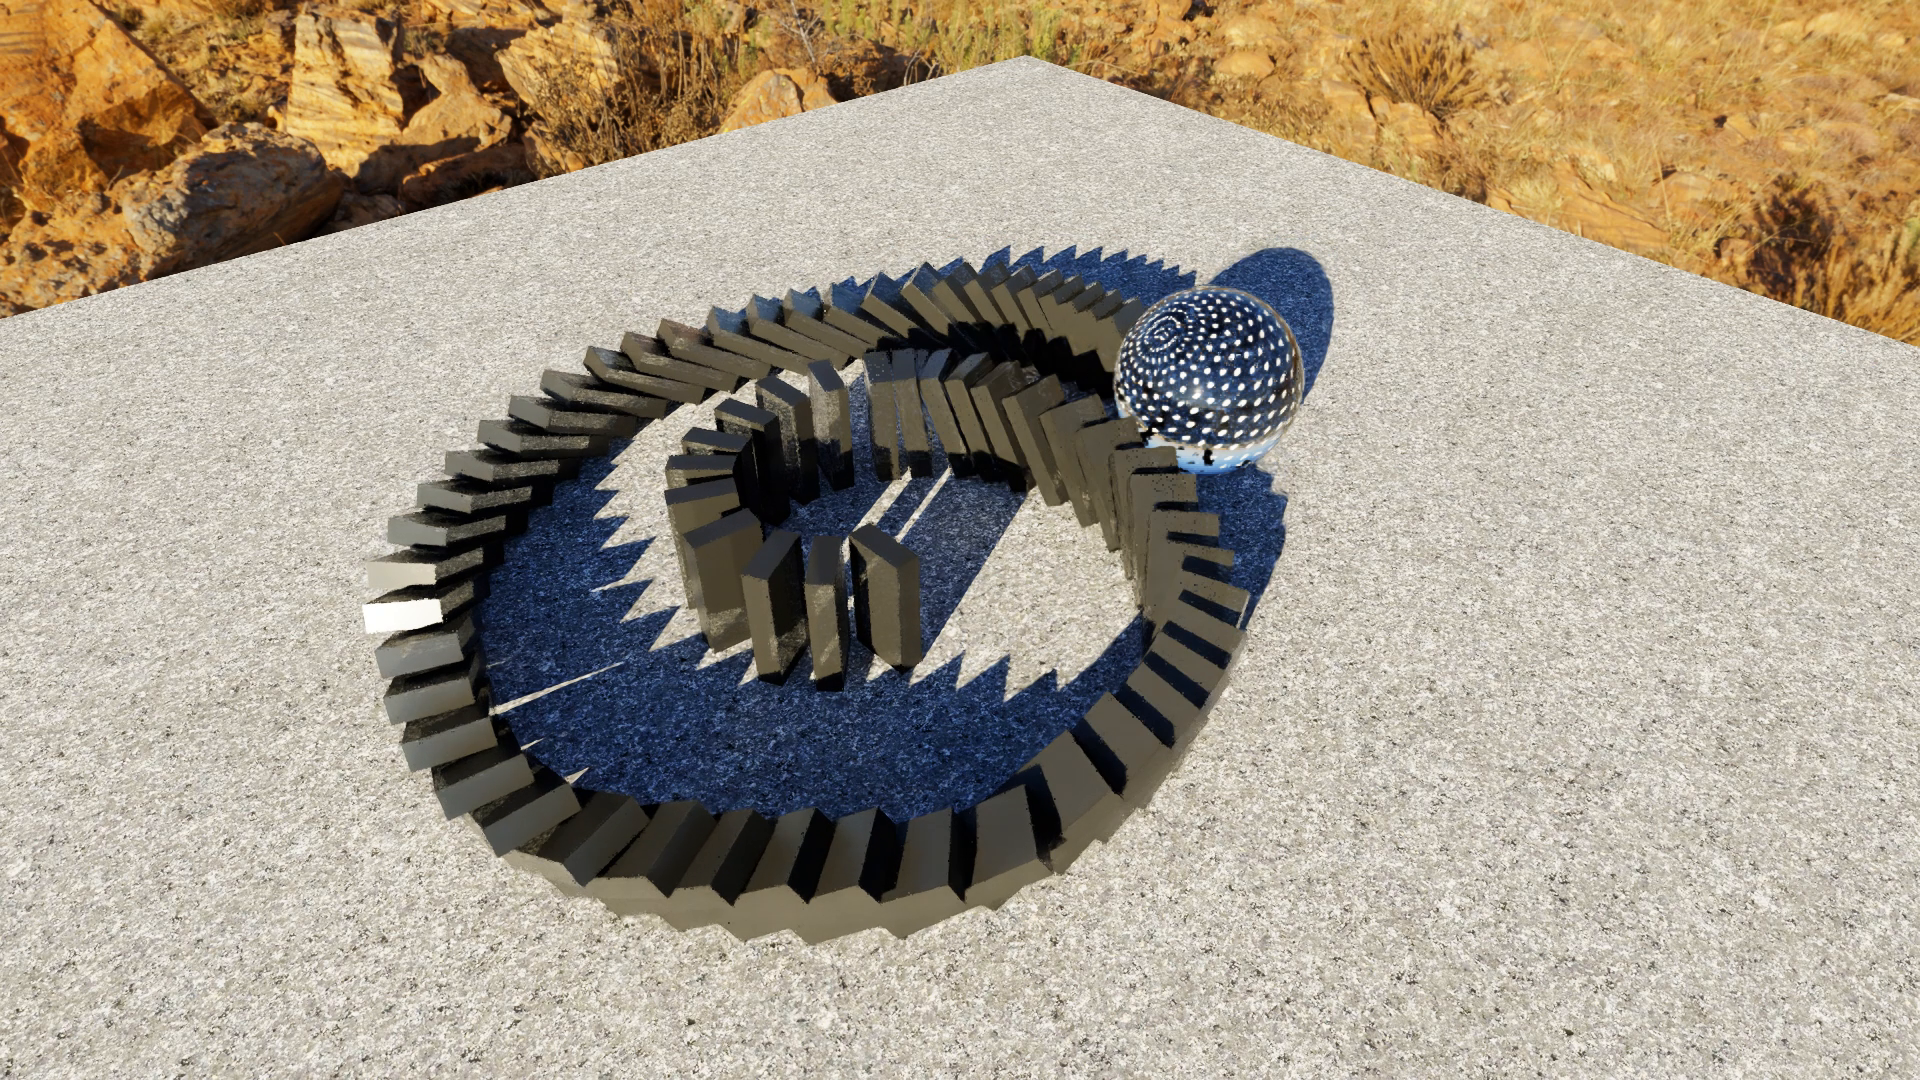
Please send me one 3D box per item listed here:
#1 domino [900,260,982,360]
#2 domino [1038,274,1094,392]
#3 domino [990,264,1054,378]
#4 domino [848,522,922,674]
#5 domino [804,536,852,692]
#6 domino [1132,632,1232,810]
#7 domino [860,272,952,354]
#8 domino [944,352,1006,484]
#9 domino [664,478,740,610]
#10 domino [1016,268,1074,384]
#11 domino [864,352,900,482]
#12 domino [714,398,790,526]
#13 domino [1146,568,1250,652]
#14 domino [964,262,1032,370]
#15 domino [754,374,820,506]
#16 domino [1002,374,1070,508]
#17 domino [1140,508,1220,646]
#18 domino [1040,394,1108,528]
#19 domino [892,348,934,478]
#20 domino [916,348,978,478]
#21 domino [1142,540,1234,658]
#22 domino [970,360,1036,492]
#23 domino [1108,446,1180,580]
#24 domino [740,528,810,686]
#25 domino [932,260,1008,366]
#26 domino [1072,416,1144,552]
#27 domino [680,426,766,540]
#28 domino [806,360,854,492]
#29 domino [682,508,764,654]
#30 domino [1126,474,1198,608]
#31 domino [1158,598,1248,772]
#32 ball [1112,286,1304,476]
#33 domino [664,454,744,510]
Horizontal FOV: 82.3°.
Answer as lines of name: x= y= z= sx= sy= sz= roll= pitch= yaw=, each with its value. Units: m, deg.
domino: x=-0.006 y=-0.116 z=0.560 sx=0.050 sy=0.010 sz=0.025 roll=43 pitch=39 yaw=-17
domino: x=0.059 y=-0.101 z=0.537 sx=0.010 sy=0.050 sz=0.025 roll=-9 pitch=24 yaw=47
domino: x=0.038 y=-0.109 z=0.549 sx=0.010 sy=0.050 sz=0.025 roll=-17 pitch=20 yaw=46
domino: x=-0.026 y=0.021 z=0.386 sx=0.009 sy=0.050 sz=0.025 roll=-32 pitch=49 yaw=-33
domino: x=-0.045 y=0.026 z=0.380 sx=0.009 sy=0.050 sz=0.025 roll=1 pitch=39 yaw=1
domino: x=0.062 y=0.057 z=0.351 sx=0.025 sy=0.009 sz=0.050 roll=33 pitch=87 yaw=33
domino: x=-0.025 y=-0.114 z=0.561 sx=0.050 sy=0.009 sz=0.025 roll=32 pitch=37 yaw=-16
domino: x=0.011 y=-0.053 z=0.476 sx=0.010 sy=0.050 sz=0.025 roll=-2 pitch=33 yaw=35
domino: x=-0.093 y=0.002 z=0.409 sx=0.025 sy=0.050 sz=0.010 roll=-12 pitch=41 yaw=-14
domino: x=0.049 y=-0.105 z=0.543 sx=0.010 sy=0.050 sz=0.025 roll=-11 pitch=23 yaw=47
domino: x=-0.034 y=-0.053 z=0.476 sx=0.009 sy=0.050 sz=0.025 roll=-8 pitch=40 yaw=-7
domino: x=-0.085 y=-0.031 z=0.450 sx=0.025 sy=0.050 sz=0.009 roll=20 pitch=43 yaw=23
domino: x=0.078 y=0.037 z=0.374 sx=0.025 sy=0.010 sz=0.050 roll=19 pitch=82 yaw=21
domino: x=0.025 y=-0.113 z=0.554 sx=0.010 sy=0.050 sz=0.025 roll=-24 pitch=15 yaw=47
domino: x=-0.072 y=-0.042 z=0.462 sx=0.009 sy=0.050 sz=0.025 roll=-32 pitch=49 yaw=-33
domino: x=0.039 y=-0.042 z=0.466 sx=0.025 sy=0.050 sz=0.009 roll=-32 pitch=14 yaw=-33
domino: x=0.081 y=0.015 z=0.405 sx=0.025 sy=0.010 sz=0.050 roll=5 pitch=73 yaw=6
domino: x=0.054 y=-0.033 z=0.457 sx=0.025 sy=0.050 sz=0.009 roll=-21 pitch=1 yaw=-24
domino: x=-0.021 y=-0.055 z=0.478 sx=0.009 sy=0.050 sz=0.025 roll=-8 pitch=39 yaw=2
domino: x=-0.002 y=-0.055 z=0.478 sx=0.009 sy=0.050 sz=0.025 roll=-7 pitch=35 yaw=23
domino: x=0.080 y=0.027 z=0.390 sx=0.025 sy=0.009 sz=0.050 roll=10 pitch=74 yaw=12
domino: x=0.024 y=-0.048 z=0.471 sx=0.009 sy=0.050 sz=0.025 roll=-3 pitch=30 yaw=42
domino: x=0.075 y=-0.011 z=0.434 sx=0.025 sy=0.009 sz=0.050 roll=-5 pitch=78 yaw=-6
domino: x=-0.063 y=0.024 z=0.382 sx=0.009 sy=0.050 sz=0.025 roll=12 pitch=41 yaw=14
domino: x=0.011 y=-0.115 z=0.559 sx=0.050 sy=0.009 sz=0.025 roll=50 pitch=46 yaw=-10
domino: x=0.066 y=-0.023 z=0.447 sx=0.025 sy=0.009 sz=0.050 roll=-15 pitch=84 yaw=-18
domino: x=-0.093 y=-0.019 z=0.435 sx=0.025 sy=0.050 sz=0.009 roll=11 pitch=41 yaw=14
domino: x=-0.055 y=-0.049 z=0.471 sx=0.009 sy=0.050 sz=0.025 roll=-16 pitch=42 yaw=-18
domino: x=-0.082 y=0.015 z=0.393 sx=0.025 sy=0.050 sz=0.010 roll=-25 pitch=46 yaw=-27
domino: x=0.079 y=0.000 z=0.421 sx=0.025 sy=0.010 sz=0.050 roll=-2 pitch=77 yaw=-2
domino: x=0.071 y=0.048 z=0.362 sx=0.025 sy=0.010 sz=0.050 roll=27 pitch=84 yaw=27
ball: x=0.106 y=-0.067 z=0.470 sx=0.080 sy=0.080 sz=0.080 roll=0 pitch=39 yaw=0
domino: x=-0.096 y=-0.009 z=0.423 sx=0.025 sy=0.050 sz=0.009 roll=0 pitch=39 yaw=1
